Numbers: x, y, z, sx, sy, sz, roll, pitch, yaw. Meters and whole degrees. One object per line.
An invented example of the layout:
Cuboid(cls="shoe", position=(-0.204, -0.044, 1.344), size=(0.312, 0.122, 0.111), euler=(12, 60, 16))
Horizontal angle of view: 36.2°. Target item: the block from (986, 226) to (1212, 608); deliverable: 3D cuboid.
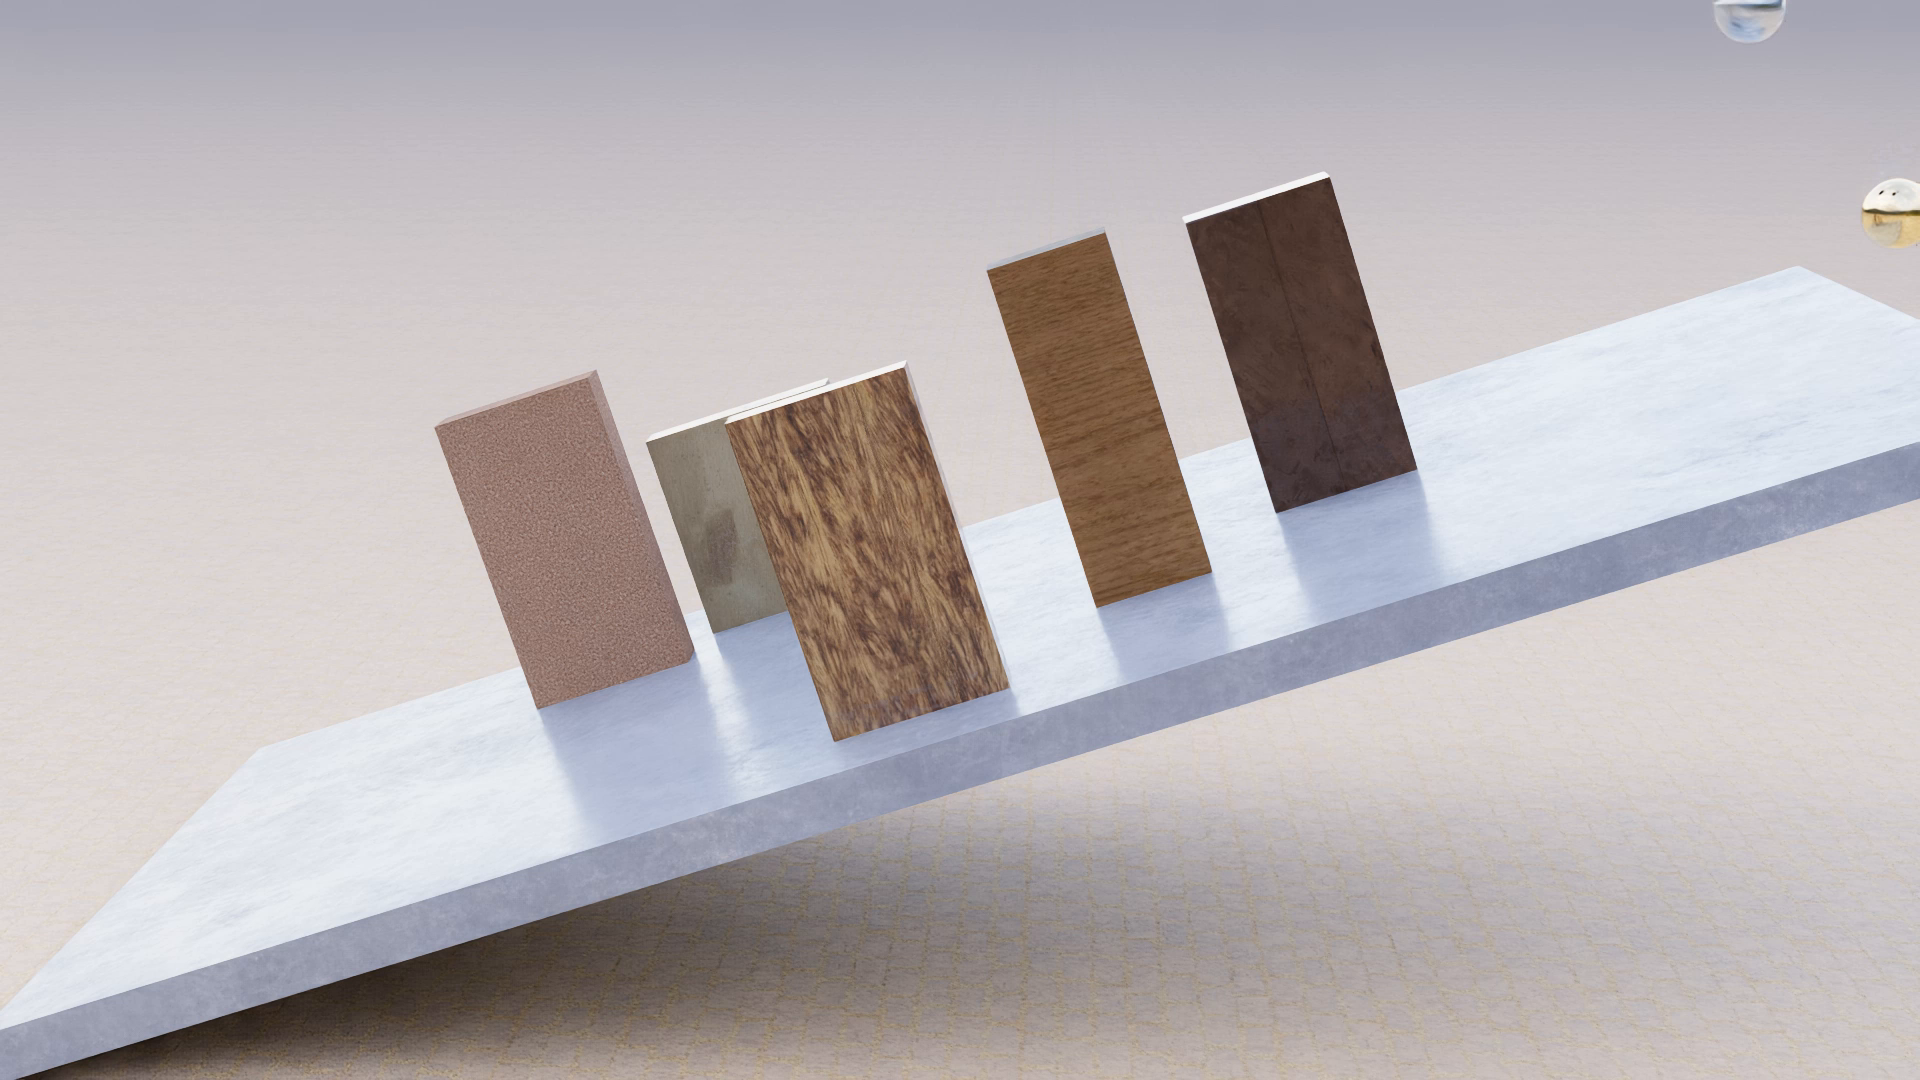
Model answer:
Cuboid(cls="block", position=(0.283, -0.247, 5.944), size=(0.246, 0.720, 0.119), euler=(-17, 11, 5))

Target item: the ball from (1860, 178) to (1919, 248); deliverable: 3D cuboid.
Cuboid(cls="ball", position=(1.985, -0.691, 6.228), size=(0.148, 0.148, 0.148), euler=(0, 12, 0))

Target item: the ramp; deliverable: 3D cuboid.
Cuboid(cls="ramp", position=(0.102, 0.182, 6.309), size=(4.000, 0.100, 2.000), euler=(-17, 11, 5))

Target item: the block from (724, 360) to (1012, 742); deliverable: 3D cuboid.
Cuboid(cls="block", position=(-0.170, 0.023, 5.550), size=(0.353, 0.641, 0.088), euler=(-17, 11, 5))

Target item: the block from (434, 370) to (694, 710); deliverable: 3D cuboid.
Cuboid(cls="block", position=(-0.907, 0.000, 6.781), size=(0.372, 0.695, 0.124), euler=(-17, 11, 5))

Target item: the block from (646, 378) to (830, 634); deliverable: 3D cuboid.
Cuboid(cls="block", position=(-0.450, -0.080, 6.989), size=(0.445, 0.486, 0.112), euler=(-17, 11, 5))

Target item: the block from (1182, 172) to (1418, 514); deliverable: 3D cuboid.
Cuboid(cls="block", position=(0.725, -0.421, 6.274), size=(0.315, 0.651, 0.135), euler=(-17, 11, 5))

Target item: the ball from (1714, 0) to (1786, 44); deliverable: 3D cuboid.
Cuboid(cls="ball", position=(1.690, -1.138, 6.294), size=(0.149, 0.149, 0.149), euler=(0, 12, 0))
